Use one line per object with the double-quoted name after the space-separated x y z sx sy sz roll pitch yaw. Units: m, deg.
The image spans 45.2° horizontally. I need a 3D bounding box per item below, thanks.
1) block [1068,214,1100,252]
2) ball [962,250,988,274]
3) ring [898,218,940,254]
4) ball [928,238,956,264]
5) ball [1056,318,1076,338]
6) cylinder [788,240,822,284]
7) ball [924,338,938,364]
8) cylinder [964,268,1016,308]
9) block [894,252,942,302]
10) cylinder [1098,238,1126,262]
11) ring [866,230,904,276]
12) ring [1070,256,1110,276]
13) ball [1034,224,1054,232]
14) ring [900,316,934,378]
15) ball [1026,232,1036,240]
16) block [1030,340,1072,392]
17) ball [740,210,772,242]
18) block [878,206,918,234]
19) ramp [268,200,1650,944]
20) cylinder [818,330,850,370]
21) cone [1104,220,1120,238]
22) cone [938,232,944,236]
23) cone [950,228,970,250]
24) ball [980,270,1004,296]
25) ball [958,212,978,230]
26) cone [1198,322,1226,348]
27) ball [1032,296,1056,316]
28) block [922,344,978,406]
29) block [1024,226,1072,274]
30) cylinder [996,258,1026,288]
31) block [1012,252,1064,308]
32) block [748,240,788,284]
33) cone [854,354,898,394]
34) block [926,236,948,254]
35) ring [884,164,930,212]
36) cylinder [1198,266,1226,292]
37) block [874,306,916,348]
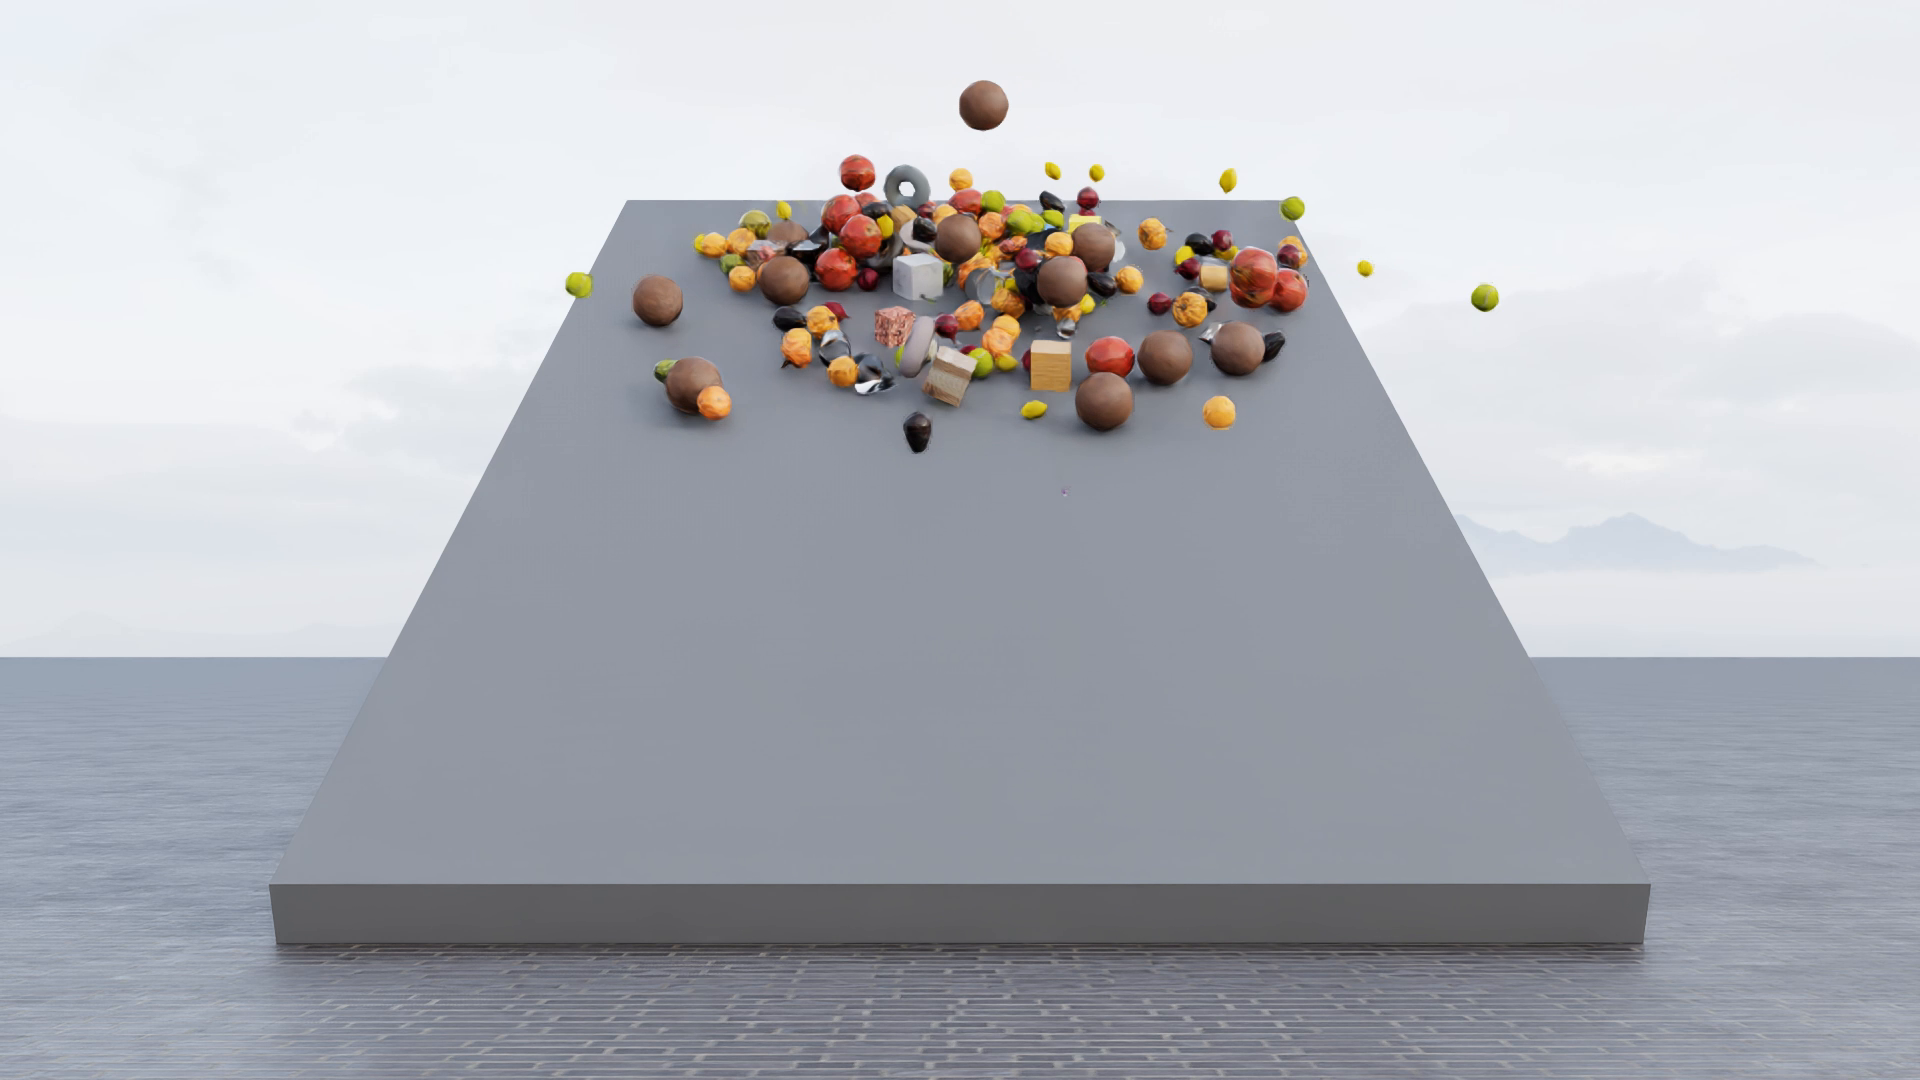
0.349 -0.863 6.495 0.083 0.083 0.083 5 23 7 "block"
0.039 -0.747 6.236 0.070 0.070 0.070 0 -3 0 "ball"
-0.113 -0.830 6.307 0.112 0.112 0.037 0 -28 0 "ring"
-0.050 -0.775 6.185 0.073 0.073 0.073 0 -3 0 "ball"
0.266 -0.528 5.737 0.050 0.050 0.050 0 -3 0 "ball"
-0.418 -0.750 6.213 0.092 0.092 0.092 0 23 0 "cylinder"
-0.092 -0.460 5.539 0.076 0.076 0.076 0 -3 0 "ball"
0.079 -0.651 5.943 0.096 0.096 0.096 -2 0 33 "cylinder"
-0.110 -0.694 6.078 0.095 0.095 0.095 -14 26 -30 "block"
0.407 -0.782 6.210 0.054 0.054 0.054 2 16 -33 "cylinder"
-0.202 -0.770 6.185 0.129 0.129 0.043 -3 -5 42 "ring"
0.351 -0.747 6.282 0.116 0.039 0.116 0 21 0 "ring"
0.241 -0.858 6.481 0.065 0.065 0.065 0 -3 0 "ball"
-0.098 -0.441 5.280 0.050 0.150 0.150 20 -3 1 "ring"
0.207 -0.817 6.309 0.056 0.056 0.056 0 -3 0 "ball"
0.213 -0.407 5.393 0.092 0.092 0.092 2 23 4 "block"
-0.572 -0.878 6.446 0.091 0.091 0.091 0 -3 0 "ball"
-0.160 -0.874 6.424 0.082 0.082 0.082 43 19 7 "block"
-0.007 -0.224 5.200 2.000 0.100 4.000 0 23 0 "ramp"
-0.301 -0.458 5.535 0.076 0.076 0.076 0 23 -5 "cylinder"
0.425 -0.893 6.583 0.053 0.053 0.053 -22 24 10 "cone"
-0.080 -0.837 6.512 0.058 0.058 0.058 -17 -13 36 "cone"
0.009 -0.845 6.524 0.063 0.063 0.063 -1 -4 18 "cone"
0.084 -0.675 6.069 0.066 0.066 0.066 0 -3 0 "ball"
0.023 -0.899 6.495 0.053 0.053 0.053 0 -3 0 "ball"
0.610 -0.503 5.693 0.067 0.067 0.067 2 -5 -41 "cone"
0.216 -0.606 5.915 0.060 0.060 0.060 0 -3 0 "ball"
-0.024 -0.376 5.281 0.091 0.091 0.091 23 23 -2 "block"
0.236 -0.767 6.173 0.090 0.090 0.090 -15 -53 21 "block"
0.141 -0.706 6.132 0.076 0.076 0.076 -12 -4 7 "cylinder"
0.197 -0.658 5.835 0.080 0.080 0.080 -36 -44 23 "block"
-0.515 -0.748 6.206 0.094 0.094 0.094 3 23 6 "block"
-0.178 -0.372 5.371 0.097 0.097 0.097 16 -13 -41 "cone"
-0.067 -0.816 6.424 0.054 0.054 0.054 6 23 14 "block"
-0.150 -0.991 6.515 0.139 0.139 0.046 -1 20 20 "ring"
0.669 -0.691 6.109 0.068 0.068 0.068 1 -3 1 "cylinder"
-0.160 -0.528 5.703 0.075 0.075 0.075 -13 26 -28 "block"
